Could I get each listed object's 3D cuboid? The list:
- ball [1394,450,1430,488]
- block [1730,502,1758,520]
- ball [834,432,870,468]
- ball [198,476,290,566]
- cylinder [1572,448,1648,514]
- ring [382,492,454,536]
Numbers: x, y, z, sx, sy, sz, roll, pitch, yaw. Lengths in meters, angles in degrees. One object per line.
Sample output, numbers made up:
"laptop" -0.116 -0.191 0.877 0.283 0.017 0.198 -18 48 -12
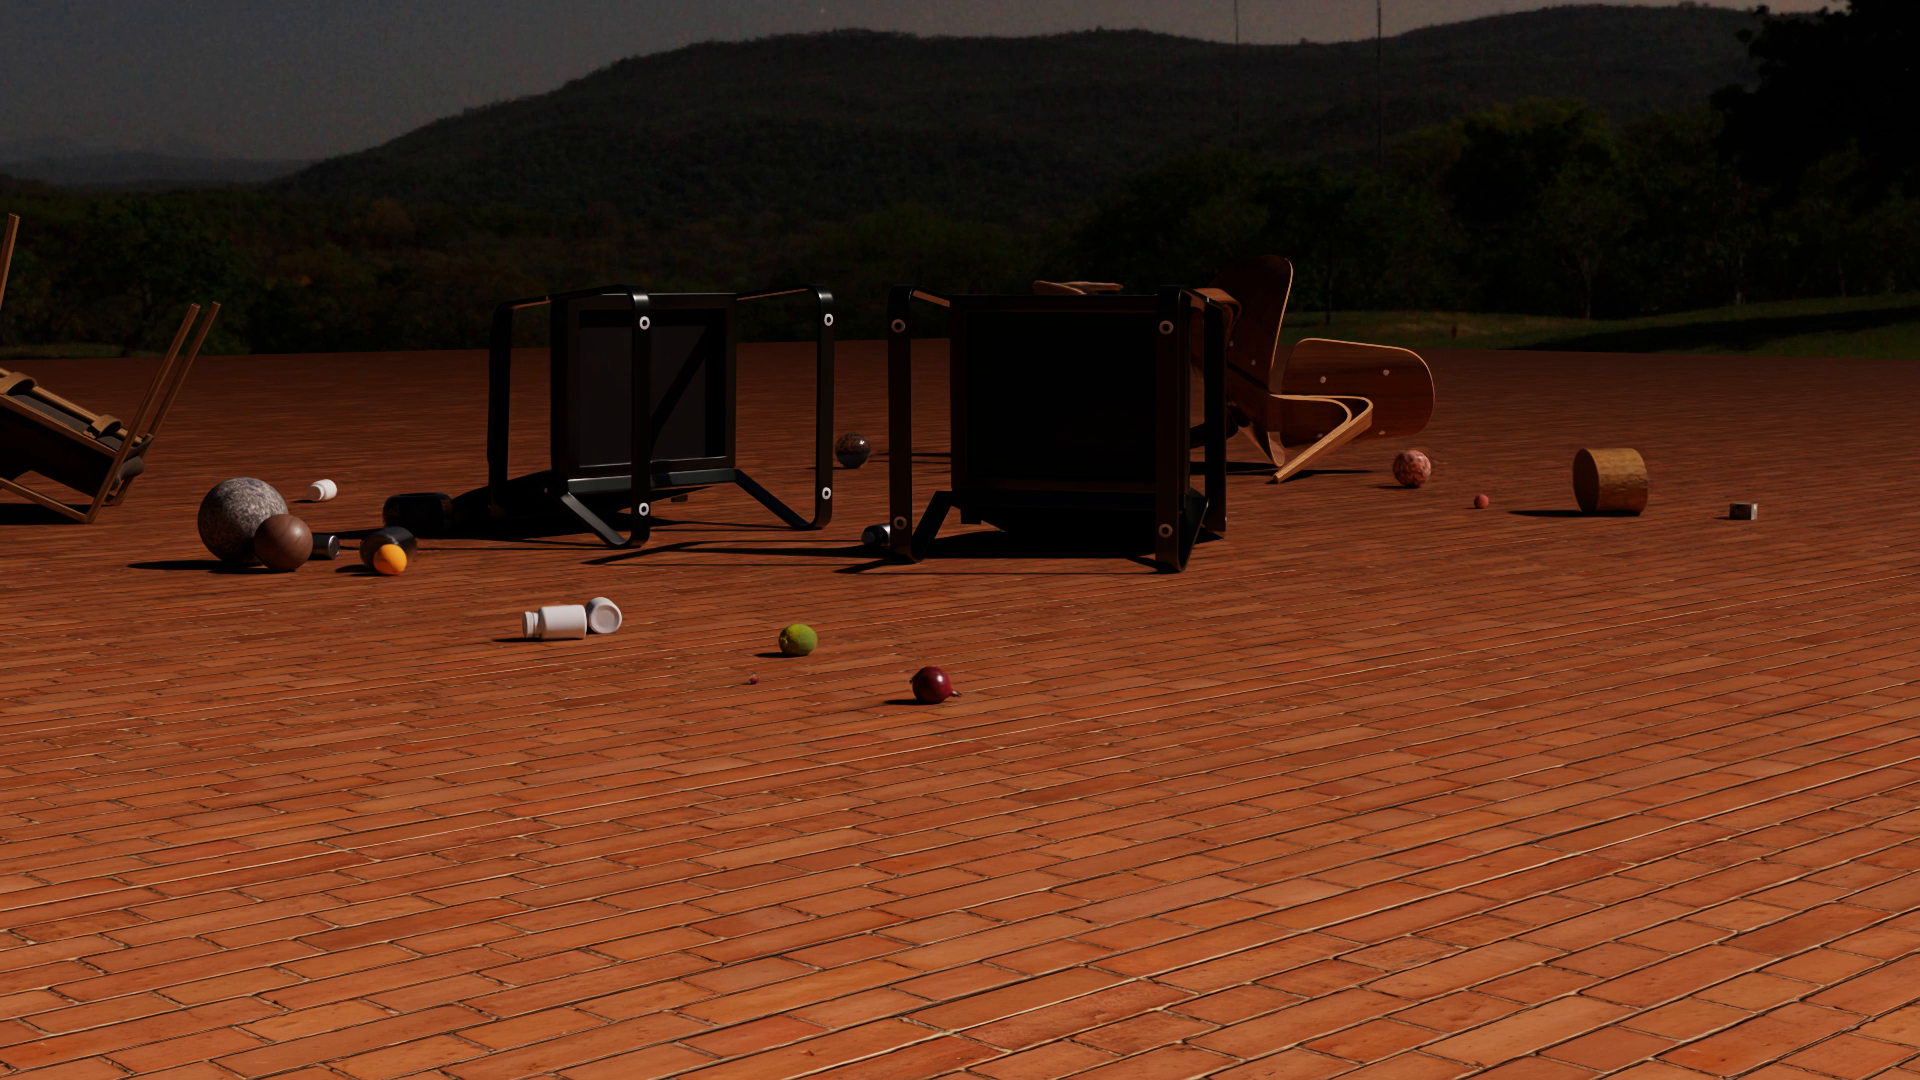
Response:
"ball" 1.411 -0.223 8.012 0.116 0.116 0.116 0 6 0
"block" 2.128 -0.078 6.970 0.060 0.041 0.043 4 7 37
"ball" -0.368 -0.307 8.792 0.123 0.123 0.123 0 6 0
"ball" -1.631 -0.043 5.844 0.203 0.203 0.203 0 6 0
"cylinder" 1.801 -0.162 7.108 0.139 0.169 0.213 -1 33 -7
"ring" -1.393 -0.068 6.604 0.177 0.099 0.228 -1 5 6
